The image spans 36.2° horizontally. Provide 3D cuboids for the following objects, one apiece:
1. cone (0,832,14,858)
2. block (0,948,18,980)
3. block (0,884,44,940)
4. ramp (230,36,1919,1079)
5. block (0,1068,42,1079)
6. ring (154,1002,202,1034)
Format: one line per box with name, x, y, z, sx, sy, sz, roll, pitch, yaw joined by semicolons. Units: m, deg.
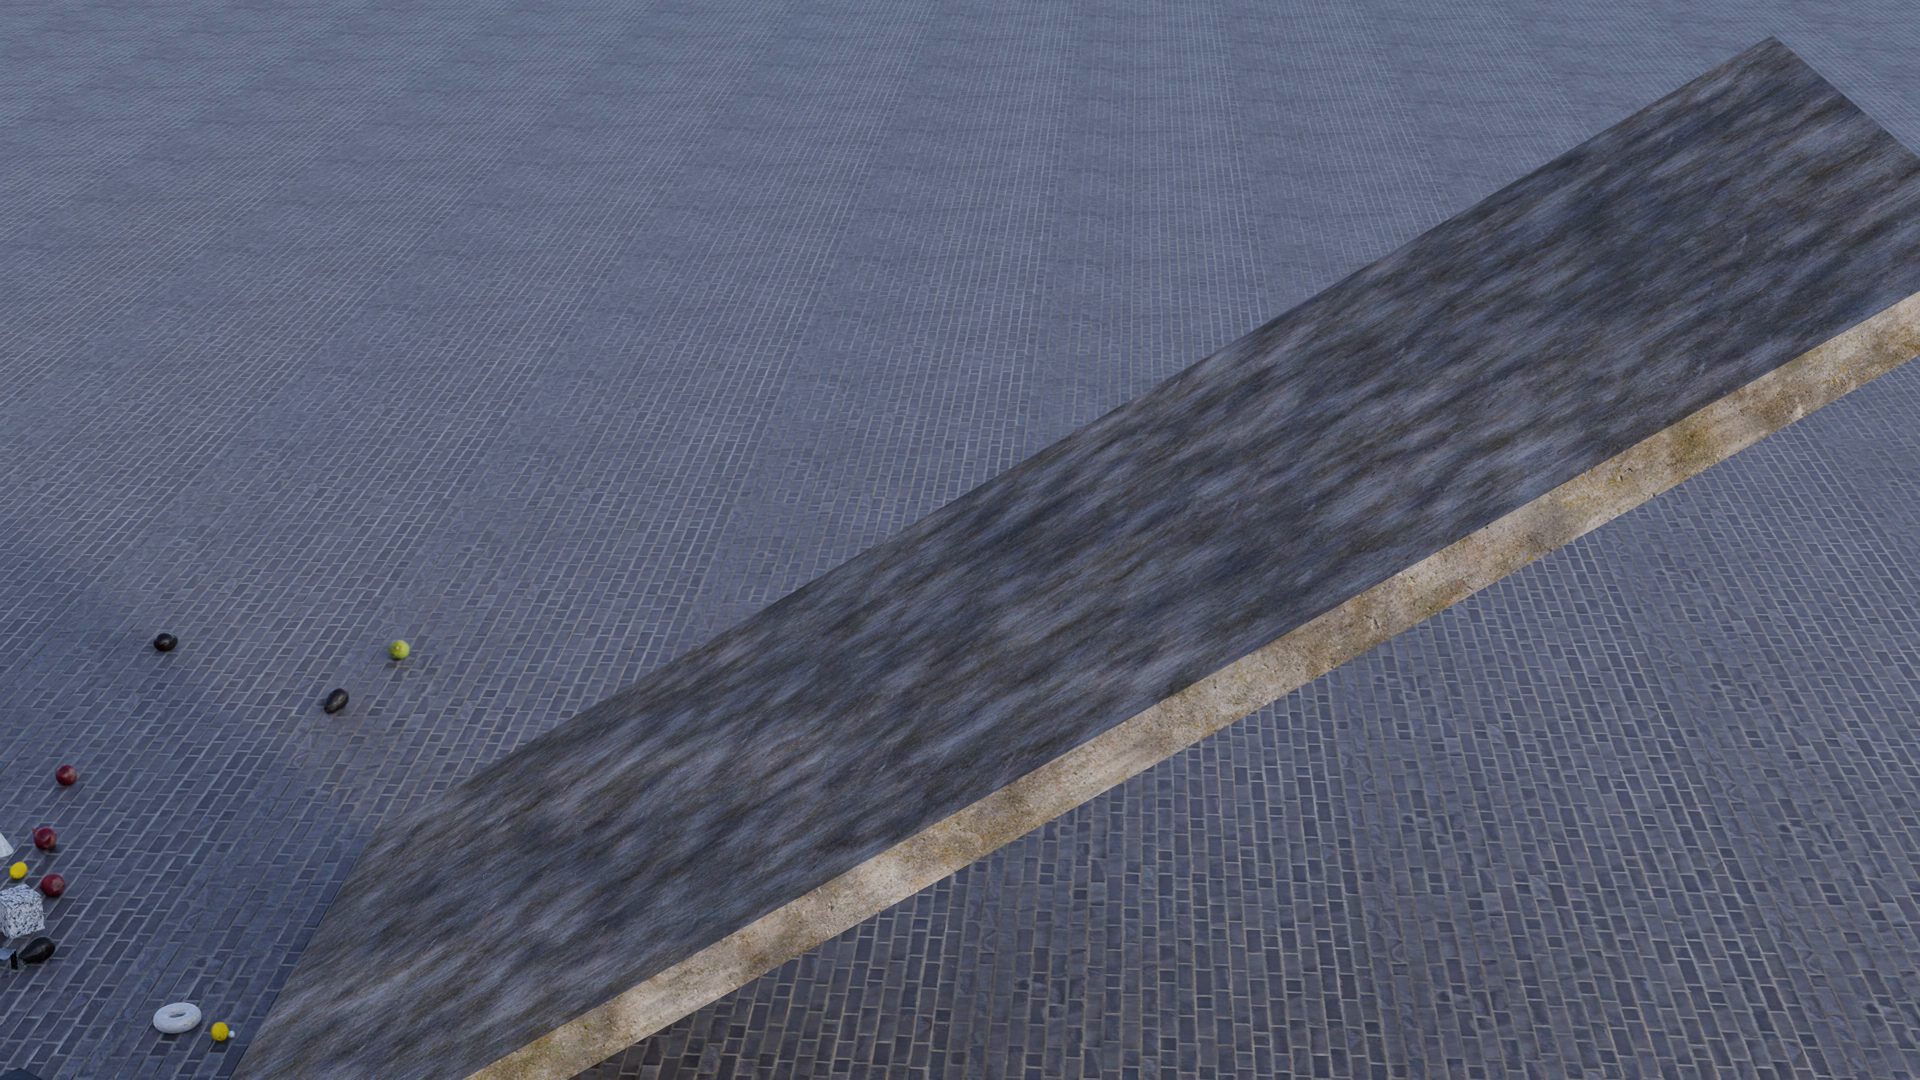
cone;-2.521;0.791;7.724;0.063;0.063;0.063;0;19;0
block;-2.308;1.021;7.084;0.053;0.053;0.053;2;20;6
block;-2.341;0.923;7.308;0.090;0.090;0.090;-17;25;-39
ramp;0.141;0.169;6.289;4.000;0.100;2.000;-29;15;13
block;-2.074;1.224;6.470;0.080;0.080;0.080;14;24;35
ring;-1.823;1.113;6.849;0.110;0.037;0.110;-1;19;0
